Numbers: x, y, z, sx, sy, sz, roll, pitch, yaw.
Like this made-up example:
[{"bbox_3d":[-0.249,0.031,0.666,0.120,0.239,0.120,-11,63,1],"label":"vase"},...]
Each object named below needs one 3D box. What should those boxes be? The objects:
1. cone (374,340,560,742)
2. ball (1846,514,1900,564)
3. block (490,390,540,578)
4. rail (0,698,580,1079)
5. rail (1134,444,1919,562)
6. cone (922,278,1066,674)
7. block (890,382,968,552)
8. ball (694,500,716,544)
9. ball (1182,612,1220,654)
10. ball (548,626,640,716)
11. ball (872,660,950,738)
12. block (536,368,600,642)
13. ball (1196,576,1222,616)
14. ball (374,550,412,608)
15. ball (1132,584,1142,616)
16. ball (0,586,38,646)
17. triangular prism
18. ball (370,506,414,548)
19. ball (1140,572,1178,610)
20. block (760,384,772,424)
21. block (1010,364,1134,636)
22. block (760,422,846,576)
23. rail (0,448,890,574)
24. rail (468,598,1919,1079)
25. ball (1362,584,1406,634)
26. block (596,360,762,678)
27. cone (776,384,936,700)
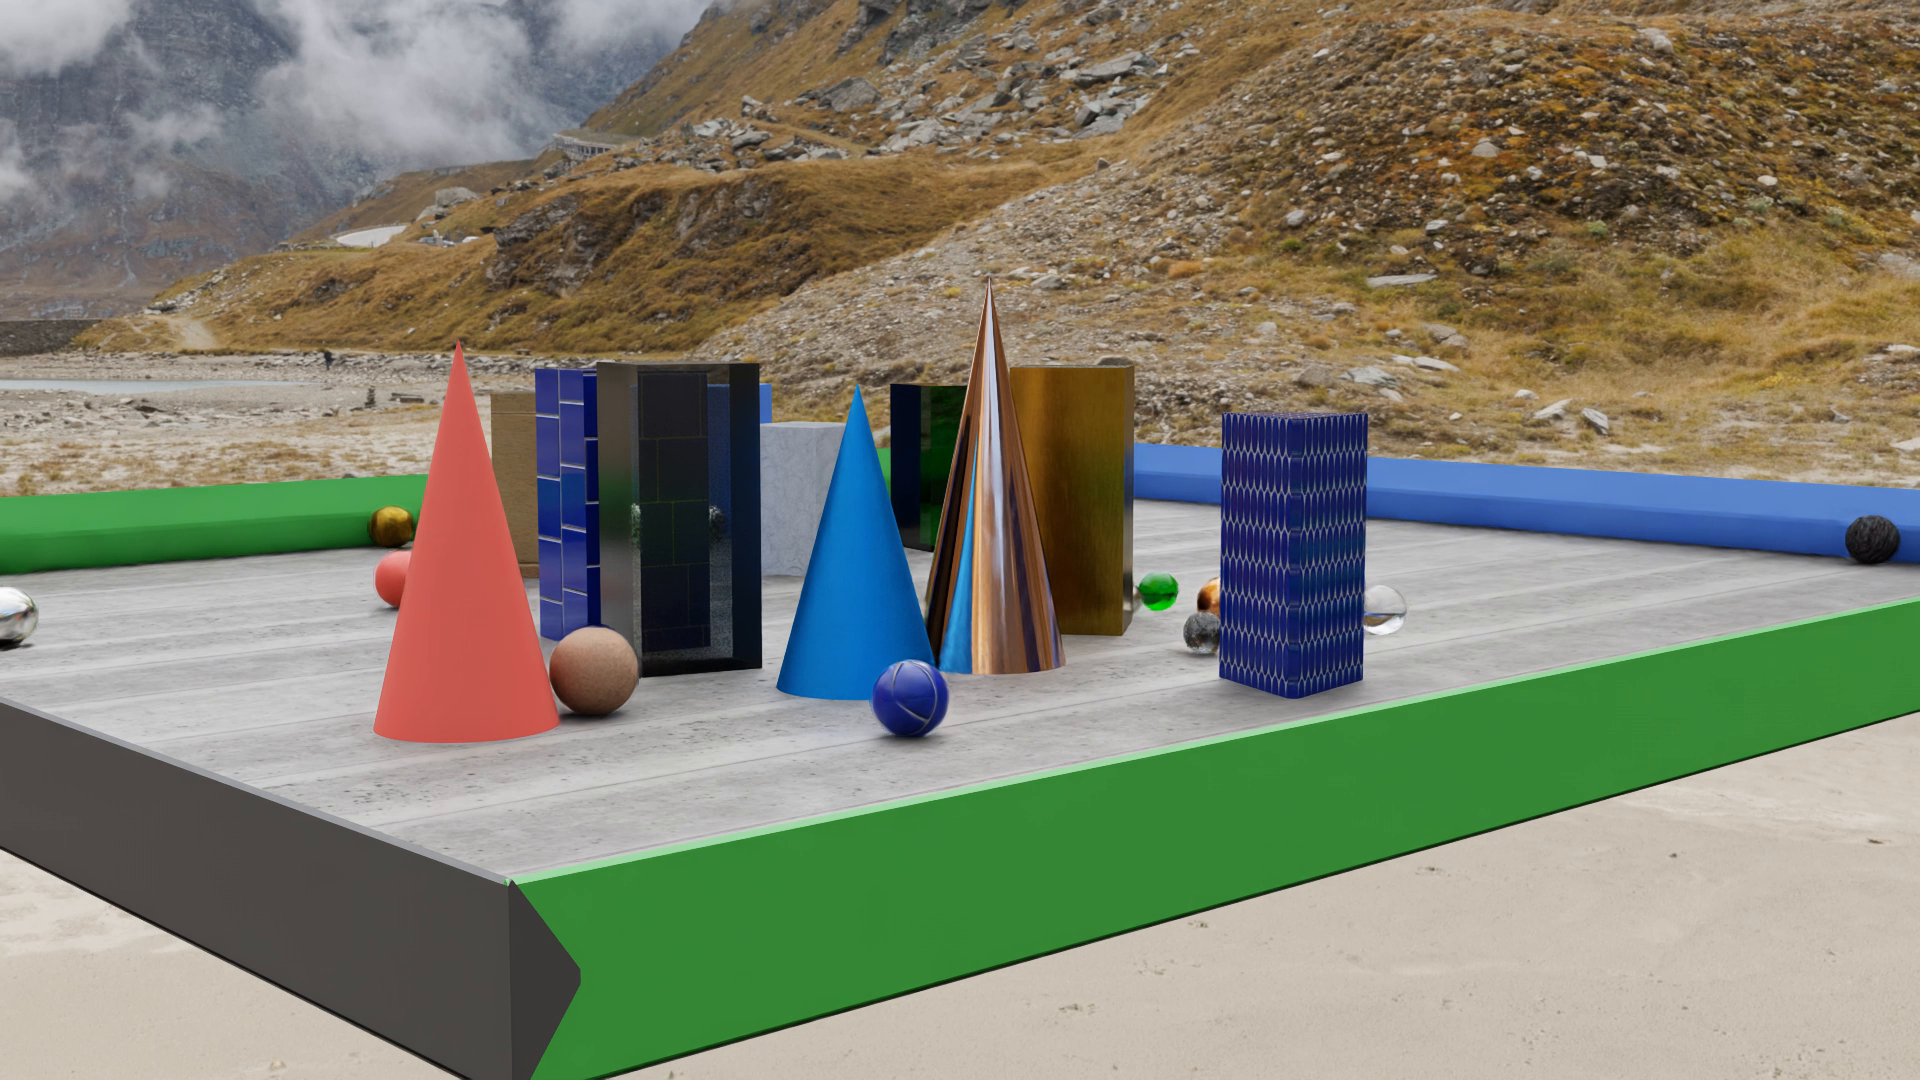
[{"bbox_3d":[-0.530,-0.007,2.345,0.196,0.415,0.196,0,6,0],"label":"cone"},{"bbox_3d":[1.600,-0.001,3.857,0.088,0.088,0.088,0,6,0],"label":"ball"},{"bbox_3d":[-0.696,-0.097,3.723,0.157,0.307,0.157,0,6,0],"label":"block"},{"bbox_3d":[-1.172,0.146,2.256,0.045,0.127,2.769,-5,8,-42],"label":"rail"},{"bbox_3d":[1.172,-0.079,4.408,0.045,0.127,2.769,-5,8,-42],"label":"rail"},{"bbox_3d":[0.037,-0.087,2.767,0.196,0.486,0.196,0,6,0],"label":"cone"},{"bbox_3d":[-0.025,-0.140,4.141,0.157,0.306,0.157,-3,7,-30],"label":"block"},{"bbox_3d":[-0.507,-0.035,4.189,0.086,0.086,0.086,0,6,0],"label":"ball"},{"bbox_3d":[0.317,0.120,2.852,0.056,0.056,0.056,0,6,0],"label":"ball"},{"bbox_3d":[-0.403,0.144,2.425,0.098,0.098,0.098,0,6,0],"label":"ball"},{"bbox_3d":[-0.052,0.165,2.297,0.082,0.082,0.082,0,6,0],"label":"ball"},{"bbox_3d":[-0.466,-0.048,2.973,0.157,0.366,0.157,-4,7,-34],"label":"block"},{"bbox_3d":[0.367,0.089,3.057,0.076,0.076,0.076,0,6,0],"label":"ball"},{"bbox_3d":[-0.833,0.059,3.294,0.086,0.086,0.086,0,6,0],"label":"ball"},{"bbox_3d":[0.239,0.086,3.194,0.053,0.053,0.053,0,6,0],"label":"ball"},{"bbox_3d":[-1.268,0.102,2.921,0.079,0.079,0.079,0,6,0],"label":"ball"},{"bbox_3d":[0.376,0.011,2.622,0.147,0.322,0.170,5,8,37],"label":"triangular prism"},{"bbox_3d":[-1.064,-0.025,4.121,0.081,0.081,0.081,0,6,0],"label":"ball"},{"bbox_3d":[0.295,0.076,3.266,0.059,0.059,0.059,0,6,0],"label":"ball"},{"bbox_3d":[-0.478,-0.165,4.425,0.157,0.296,0.157,2,6,14],"label":"block"},{"bbox_3d":[0.158,-0.060,3.086,0.157,0.366,0.157,1,6,9],"label":"block"},{"bbox_3d":[-0.265,-0.073,3.768,0.157,0.250,0.157,4,7,32],"label":"block"},{"bbox_3d":[-0.923,-0.071,4.326,3.238,0.127,0.045,-5,8,-42],"label":"rail"},{"bbox_3d":[0.923,0.137,2.337,3.238,0.127,0.045,-5,8,-42],"label":"rail"},{"bbox_3d":[0.580,0.096,3.025,0.068,0.068,0.068,0,6,0],"label":"ball"},{"bbox_3d":[-0.352,-0.032,2.756,0.157,0.379,0.157,-3,7,-27],"label":"block"},{"bbox_3d":[-0.120,-0.006,2.597,0.196,0.361,0.196,0,6,0],"label":"cone"}]
